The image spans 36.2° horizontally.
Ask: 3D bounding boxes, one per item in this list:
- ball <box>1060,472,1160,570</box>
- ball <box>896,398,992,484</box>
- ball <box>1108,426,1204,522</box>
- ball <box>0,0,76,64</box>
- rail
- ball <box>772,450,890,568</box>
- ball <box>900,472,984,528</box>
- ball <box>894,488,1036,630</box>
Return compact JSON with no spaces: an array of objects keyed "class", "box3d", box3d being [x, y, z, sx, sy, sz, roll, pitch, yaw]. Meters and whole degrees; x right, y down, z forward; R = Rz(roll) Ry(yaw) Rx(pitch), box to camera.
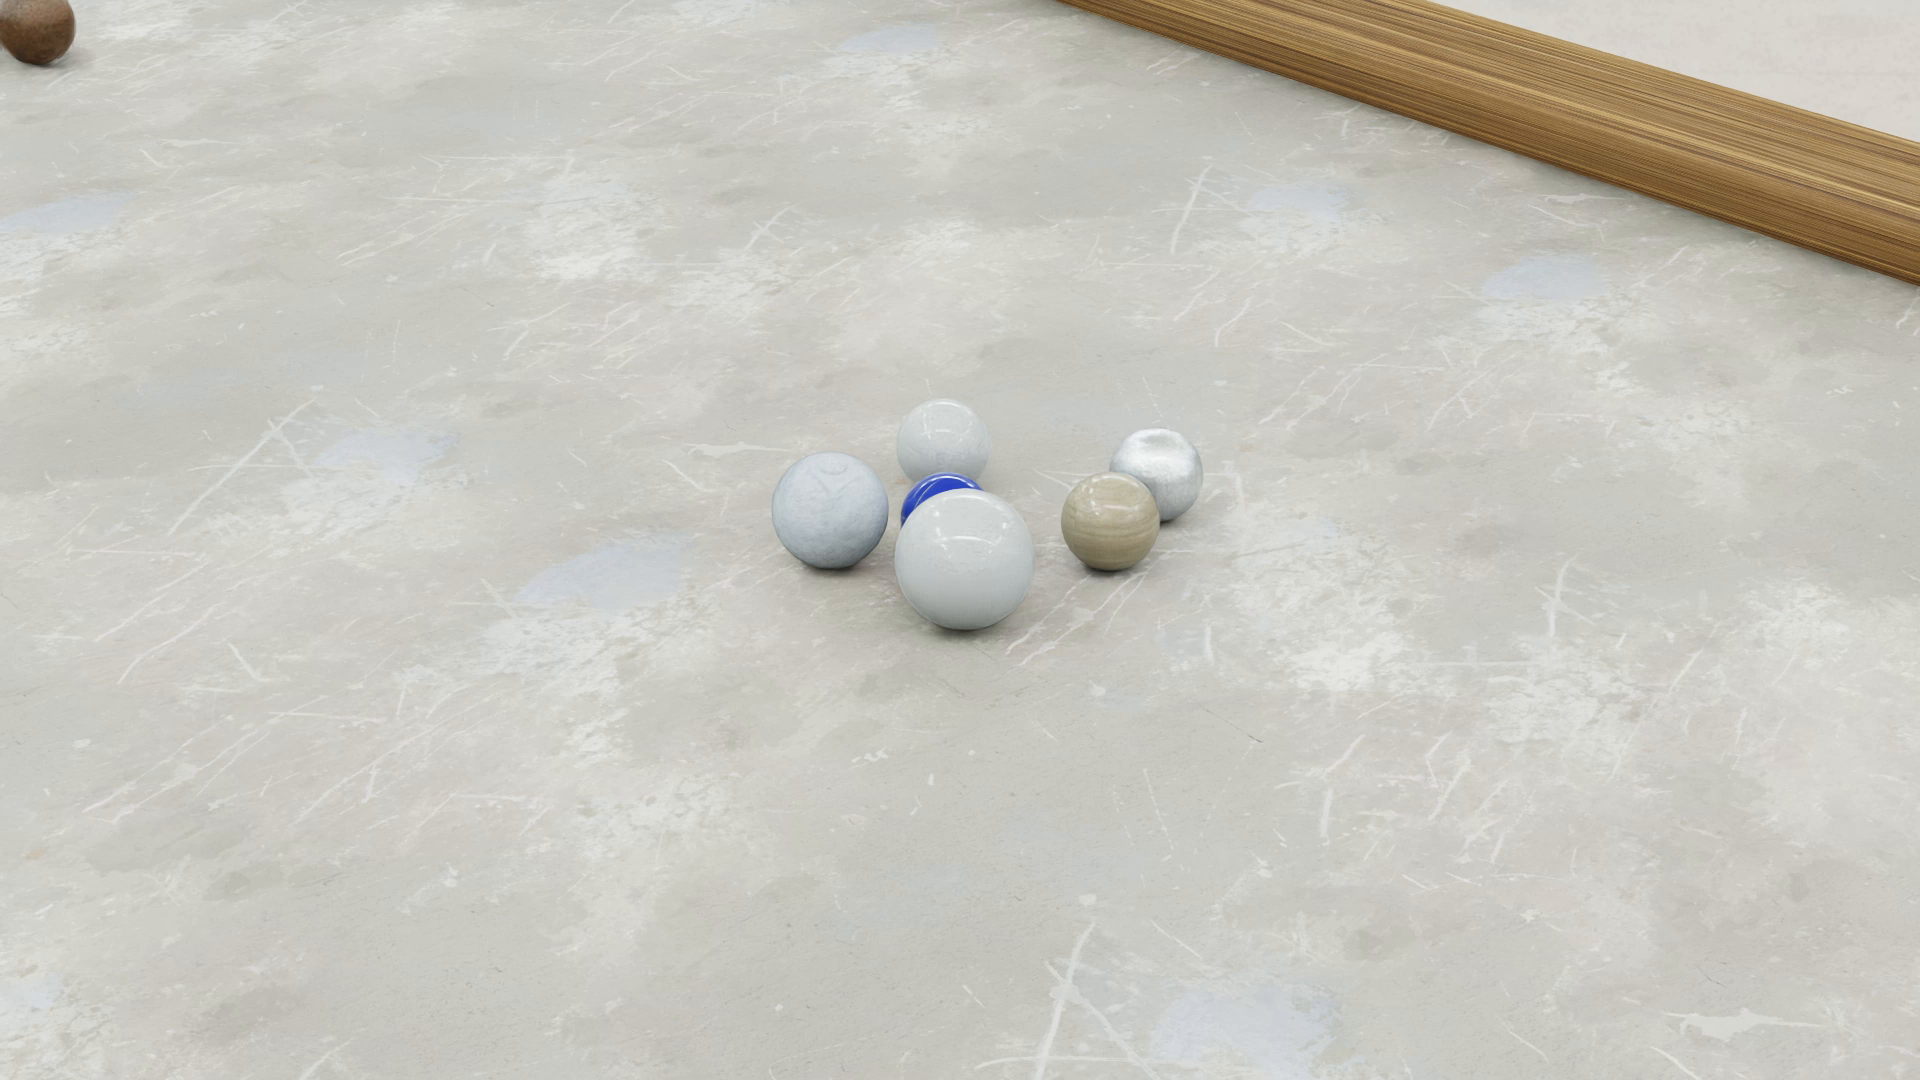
[{"class":"ball","box3d":[0.109,-0.014,2.135,0.072,0.072,0.072,0,26,0]},{"class":"ball","box3d":[-0.013,-0.072,2.255,0.074,0.074,0.074,0,26,0]},{"class":"ball","box3d":[0.148,-0.049,2.211,0.071,0.071,0.071,0,26,0]},{"class":"ball","box3d":[-1.038,-0.579,3.298,0.090,0.090,0.090,0,26,0]},{"class":"rail","box3d":[0.187,-0.655,3.412,0.045,0.128,4.177,-18,31,-34]},{"class":"ball","box3d":[-0.094,-0.022,2.137,0.086,0.086,0.086,0,26,0]},{"class":"ball","box3d":[-0.010,-0.016,2.144,0.068,0.068,0.068,0,26,0]},{"class":"ball","box3d":[0.003,0.013,2.048,0.099,0.099,0.099,0,26,0]}]
